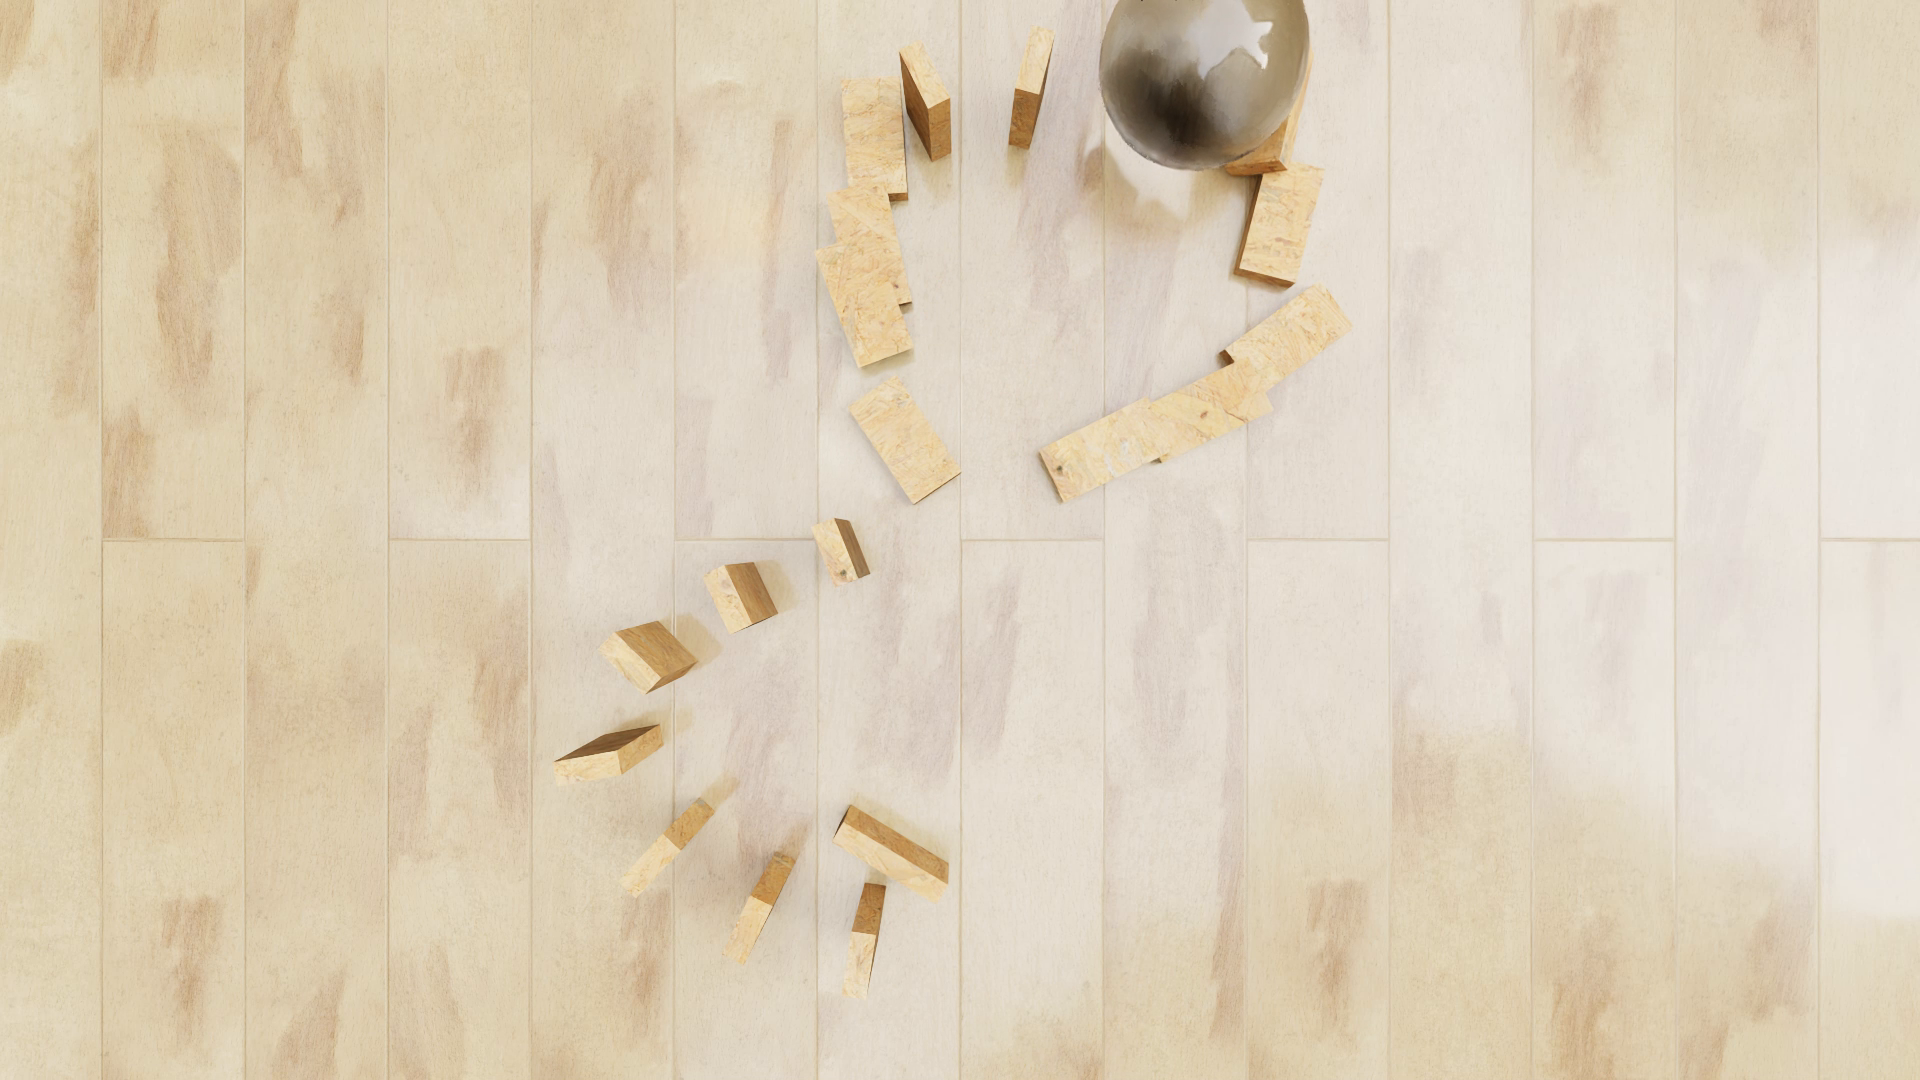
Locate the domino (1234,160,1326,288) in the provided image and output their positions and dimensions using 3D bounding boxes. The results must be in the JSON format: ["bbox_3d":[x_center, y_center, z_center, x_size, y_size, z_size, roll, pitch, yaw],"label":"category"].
[{"bbox_3d":[0.137,-0.137,0.395,0.025,0.009,0.050,14,90,0],"label":"domino"}]

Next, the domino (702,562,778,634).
[{"bbox_3d":[-0.089,0.023,0.375,0.009,0.050,0.025,-26,90,0],"label":"domino"}]

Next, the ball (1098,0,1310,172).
[{"bbox_3d":[0.095,-0.188,0.360,0.080,0.080,0.080,0,90,0],"label":"ball"}]

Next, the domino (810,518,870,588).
[{"bbox_3d":[-0.048,0.005,0.375,0.009,0.050,0.025,-22,90,0],"label":"domino"}]

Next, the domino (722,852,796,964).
[{"bbox_3d":[-0.081,0.149,0.375,0.010,0.050,0.025,26,90,0],"label":"domino"}]

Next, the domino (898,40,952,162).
[{"bbox_3d":[-0.014,-0.178,0.375,0.010,0.050,0.025,-27,90,0],"label":"domino"}]

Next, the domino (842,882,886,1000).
[{"bbox_3d":[-0.039,0.163,0.375,0.009,0.050,0.025,9,90,0],"label":"domino"}]

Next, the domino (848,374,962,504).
[{"bbox_3d":[-0.024,-0.043,0.395,0.025,0.010,0.050,-34,90,0],"label":"domino"}]

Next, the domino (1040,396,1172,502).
[{"bbox_3d":[0.062,-0.038,0.390,0.050,0.010,0.025,-26,90,12],"label":"domino"}]

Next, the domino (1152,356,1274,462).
[{"bbox_3d":[0.104,-0.055,0.390,0.050,0.010,0.025,-26,90,12],"label":"domino"}]

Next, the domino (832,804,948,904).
[{"bbox_3d":[-0.029,0.132,0.388,0.050,0.025,0.009,31,90,0],"label":"domino"}]

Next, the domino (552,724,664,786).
[{"bbox_3d":[-0.143,0.087,0.375,0.025,0.050,0.009,-10,90,0],"label":"domino"}]

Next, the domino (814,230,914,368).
[{"bbox_3d":[-0.040,-0.101,0.385,0.025,0.009,0.050,-20,102,2],"label":"domino"}]

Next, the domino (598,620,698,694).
[{"bbox_3d":[-0.126,0.047,0.375,0.025,0.050,0.010,45,90,0],"label":"domino"}]

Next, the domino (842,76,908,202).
[{"bbox_3d":[-0.037,-0.172,0.395,0.025,0.010,0.050,-4,90,0],"label":"domino"}]

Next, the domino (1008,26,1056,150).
[{"bbox_3d":[0.029,-0.184,0.375,0.010,0.050,0.025,15,90,0],"label":"domino"}]

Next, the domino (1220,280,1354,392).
[{"bbox_3d":[0.141,-0.086,0.395,0.050,0.010,0.025,-36,90,0],"label":"domino"}]

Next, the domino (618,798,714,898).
[{"bbox_3d":[-0.119,0.125,0.375,0.009,0.050,0.025,43,90,0],"label":"domino"}]

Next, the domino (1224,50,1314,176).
[{"bbox_3d":[0.131,-0.182,0.388,0.025,0.010,0.050,13,90,42],"label":"domino"}]

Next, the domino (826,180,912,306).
[{"bbox_3d":[-0.038,-0.124,0.390,0.025,0.010,0.050,-13,102,0],"label":"domino"}]

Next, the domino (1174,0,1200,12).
[{"bbox_3d":[0.098,-0.256,0.388,0.010,0.025,0.050,0,90,0],"label":"domino"}]
